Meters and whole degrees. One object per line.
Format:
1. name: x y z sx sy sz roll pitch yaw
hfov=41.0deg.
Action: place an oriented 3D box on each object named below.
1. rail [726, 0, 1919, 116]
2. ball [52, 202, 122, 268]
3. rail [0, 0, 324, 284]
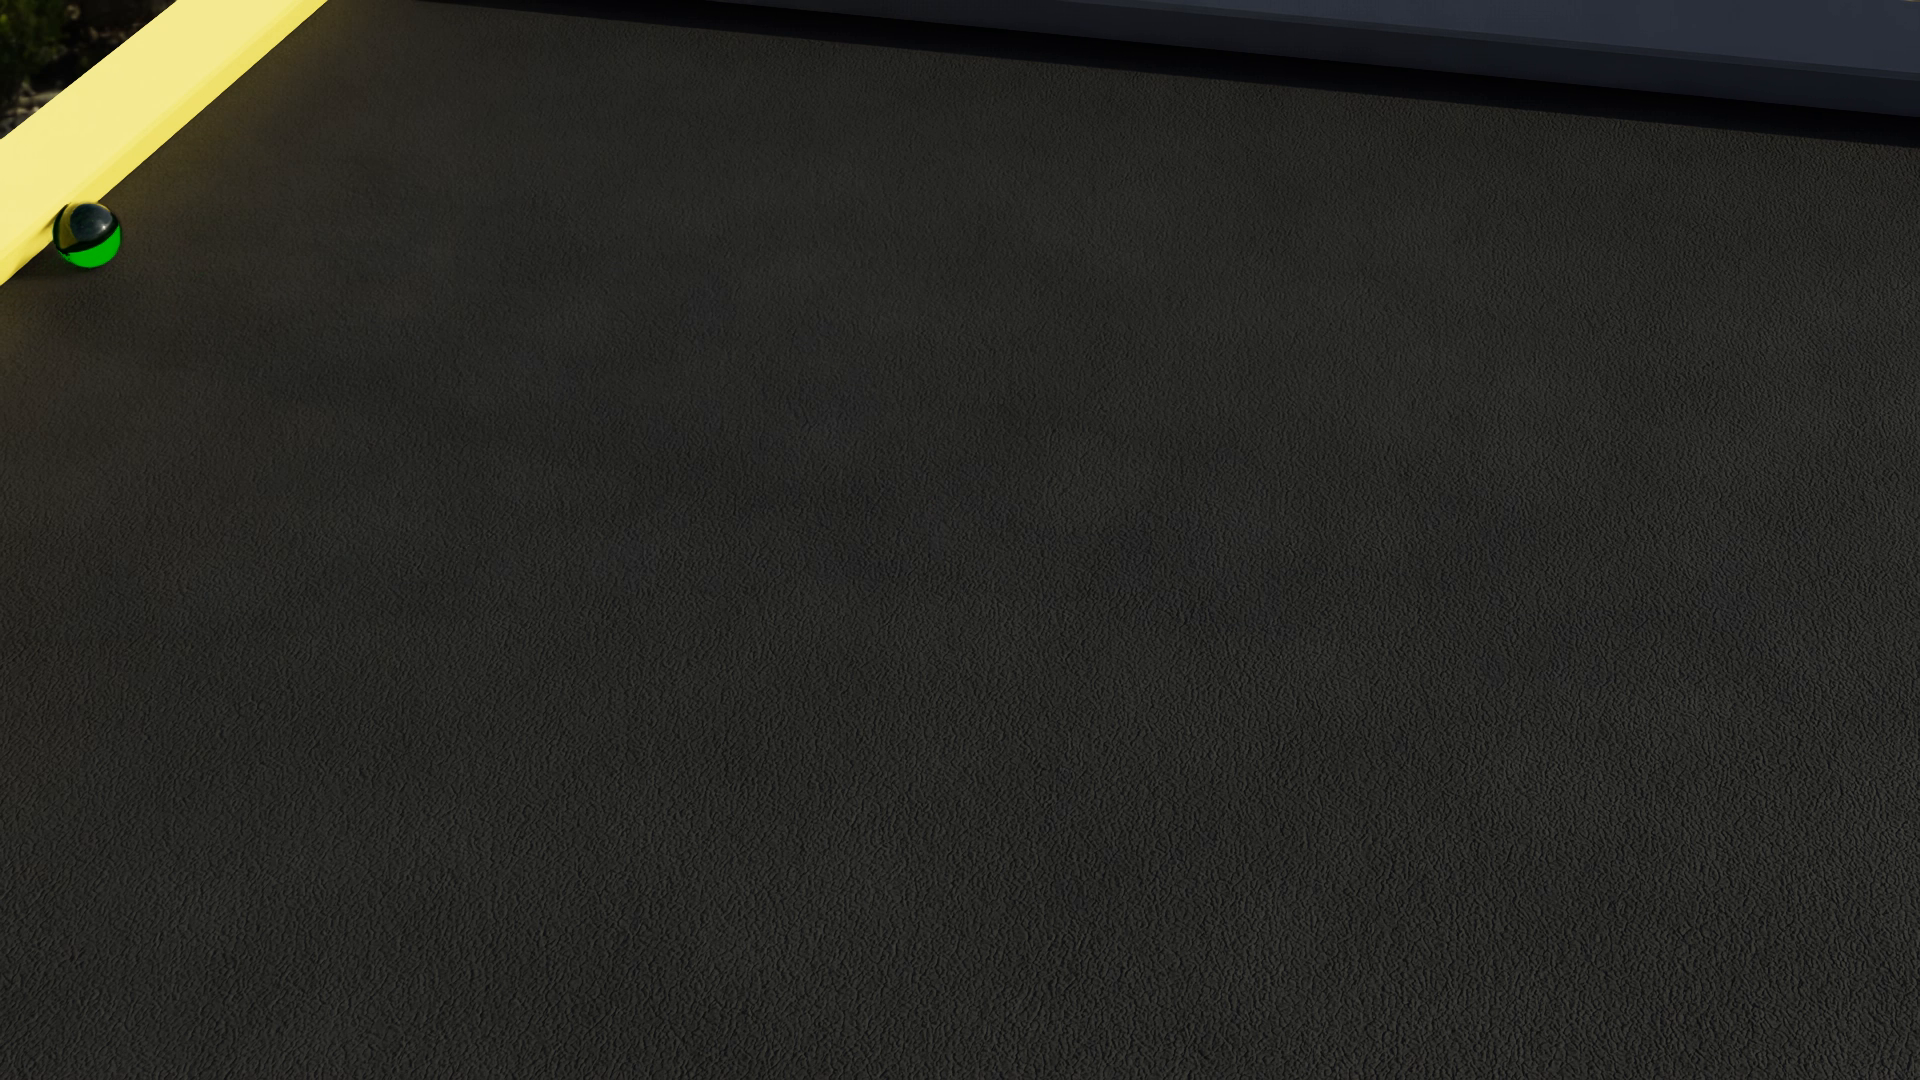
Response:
1. rail: 1.167 -0.449 2.549 3.837 0.121 0.045 8 35 11
2. ball: -0.802 -0.281 2.359 0.060 0.060 0.060 0 34 0
3. rail: -0.909 -0.153 2.115 0.045 0.121 2.046 8 35 11
